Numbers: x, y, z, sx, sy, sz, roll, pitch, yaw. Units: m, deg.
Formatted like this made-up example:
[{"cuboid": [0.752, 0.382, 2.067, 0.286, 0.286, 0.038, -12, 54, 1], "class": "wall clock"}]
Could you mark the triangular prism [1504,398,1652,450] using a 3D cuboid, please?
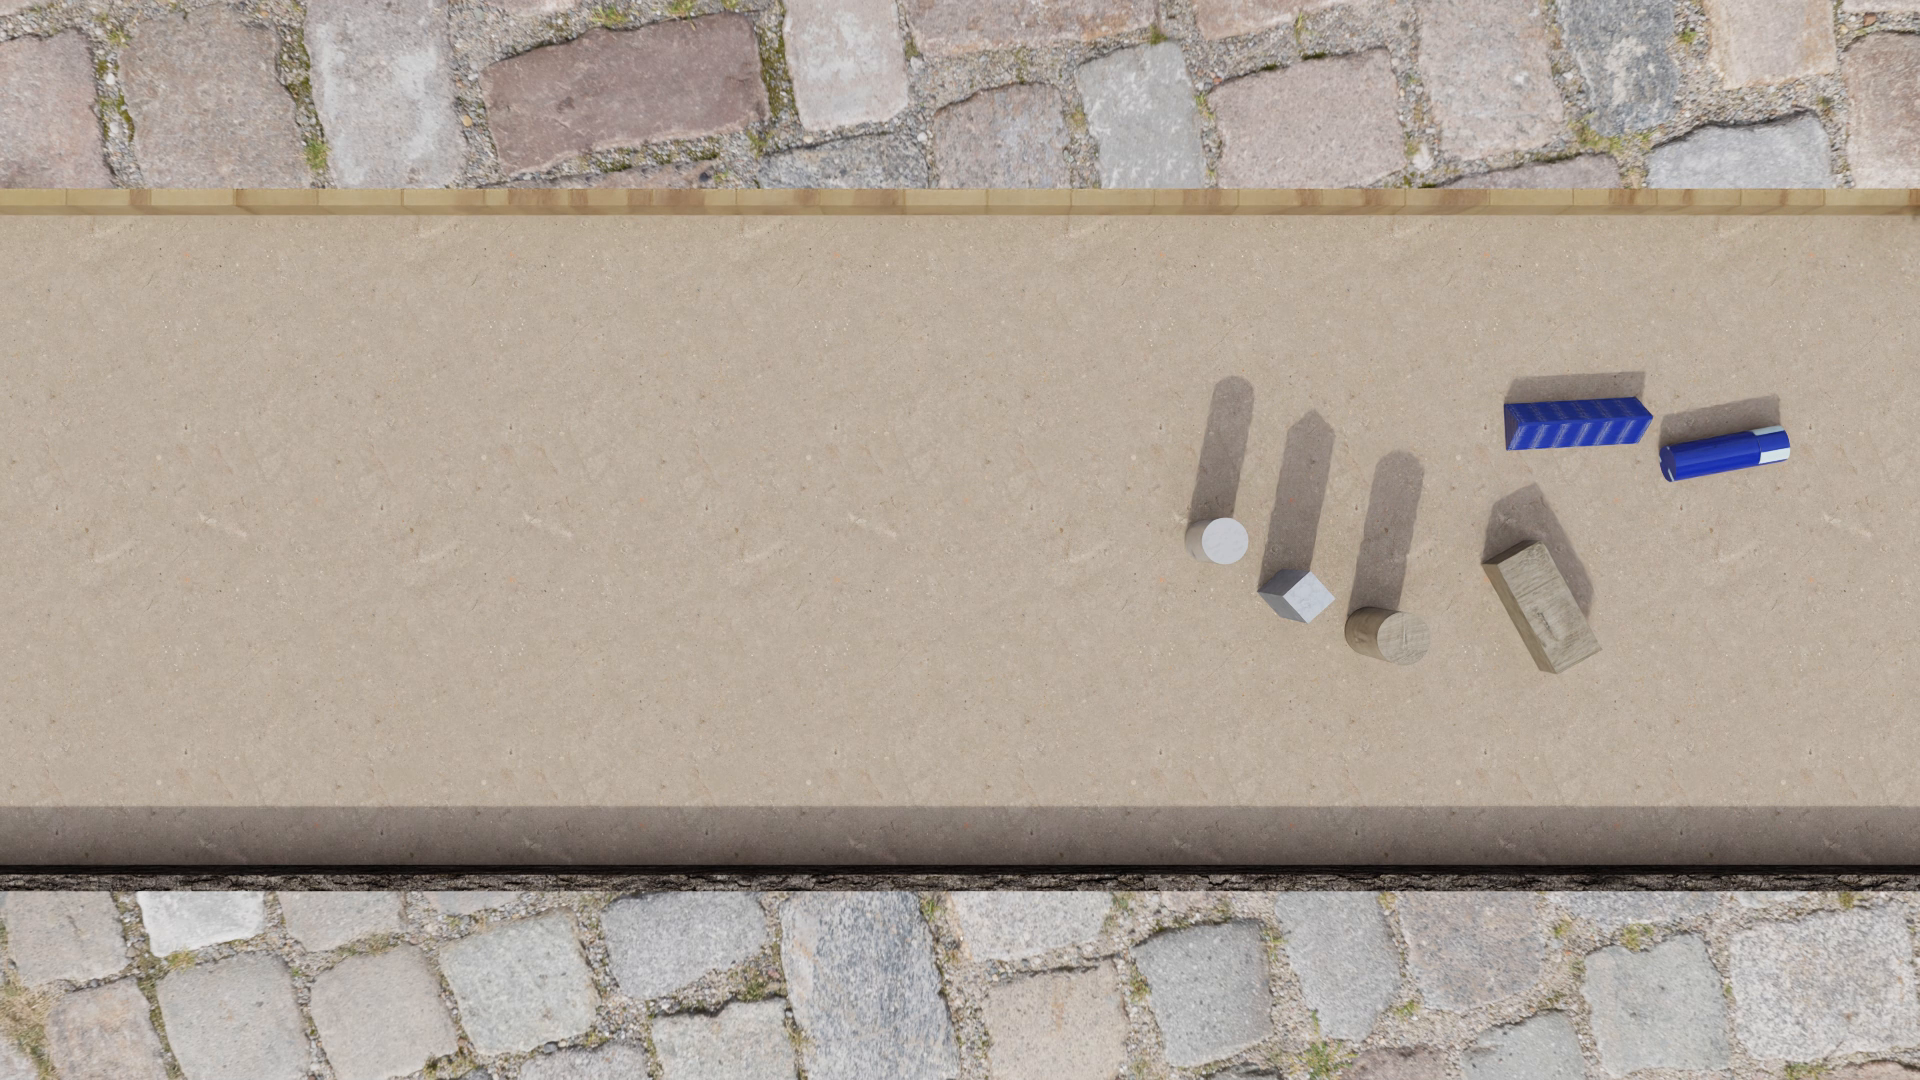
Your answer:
[{"cuboid": [1.879, -0.357, 5.012, 0.405, 0.122, 0.140, -3, 90, 0], "class": "triangular prism"}]

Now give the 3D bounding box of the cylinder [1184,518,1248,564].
[{"cuboid": [0.758, 0.003, 4.894, 0.133, 0.366, 0.133, 0, 90, 0], "class": "cylinder"}]

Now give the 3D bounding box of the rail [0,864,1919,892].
[{"cuboid": [-2.247, 1.025, 5.001, 12.000, 0.150, 0.050, 0, 90, 0], "class": "rail"}]

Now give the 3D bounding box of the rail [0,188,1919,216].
[{"cuboid": [-2.247, -1.025, 5.002, 12.000, 0.150, 0.050, 0, 90, 0], "class": "rail"}]

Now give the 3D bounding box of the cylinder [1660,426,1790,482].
[{"cuboid": [2.326, -0.263, 5.020, 0.348, 0.112, 0.112, -10, 90, 0], "class": "cylinder"}]

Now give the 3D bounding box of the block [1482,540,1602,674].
[{"cuboid": [1.760, 0.201, 5.000, 0.153, 0.153, 0.374, -29, 90, 0], "class": "block"}]

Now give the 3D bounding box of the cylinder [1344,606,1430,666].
[{"cuboid": [1.259, 0.280, 4.877, 0.152, 0.399, 0.152, 0, 90, 0], "class": "cylinder"}]

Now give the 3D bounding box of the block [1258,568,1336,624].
[{"cuboid": [0.988, 0.162, 4.871, 0.106, 0.411, 0.106, -42, 90, 0], "class": "block"}]
